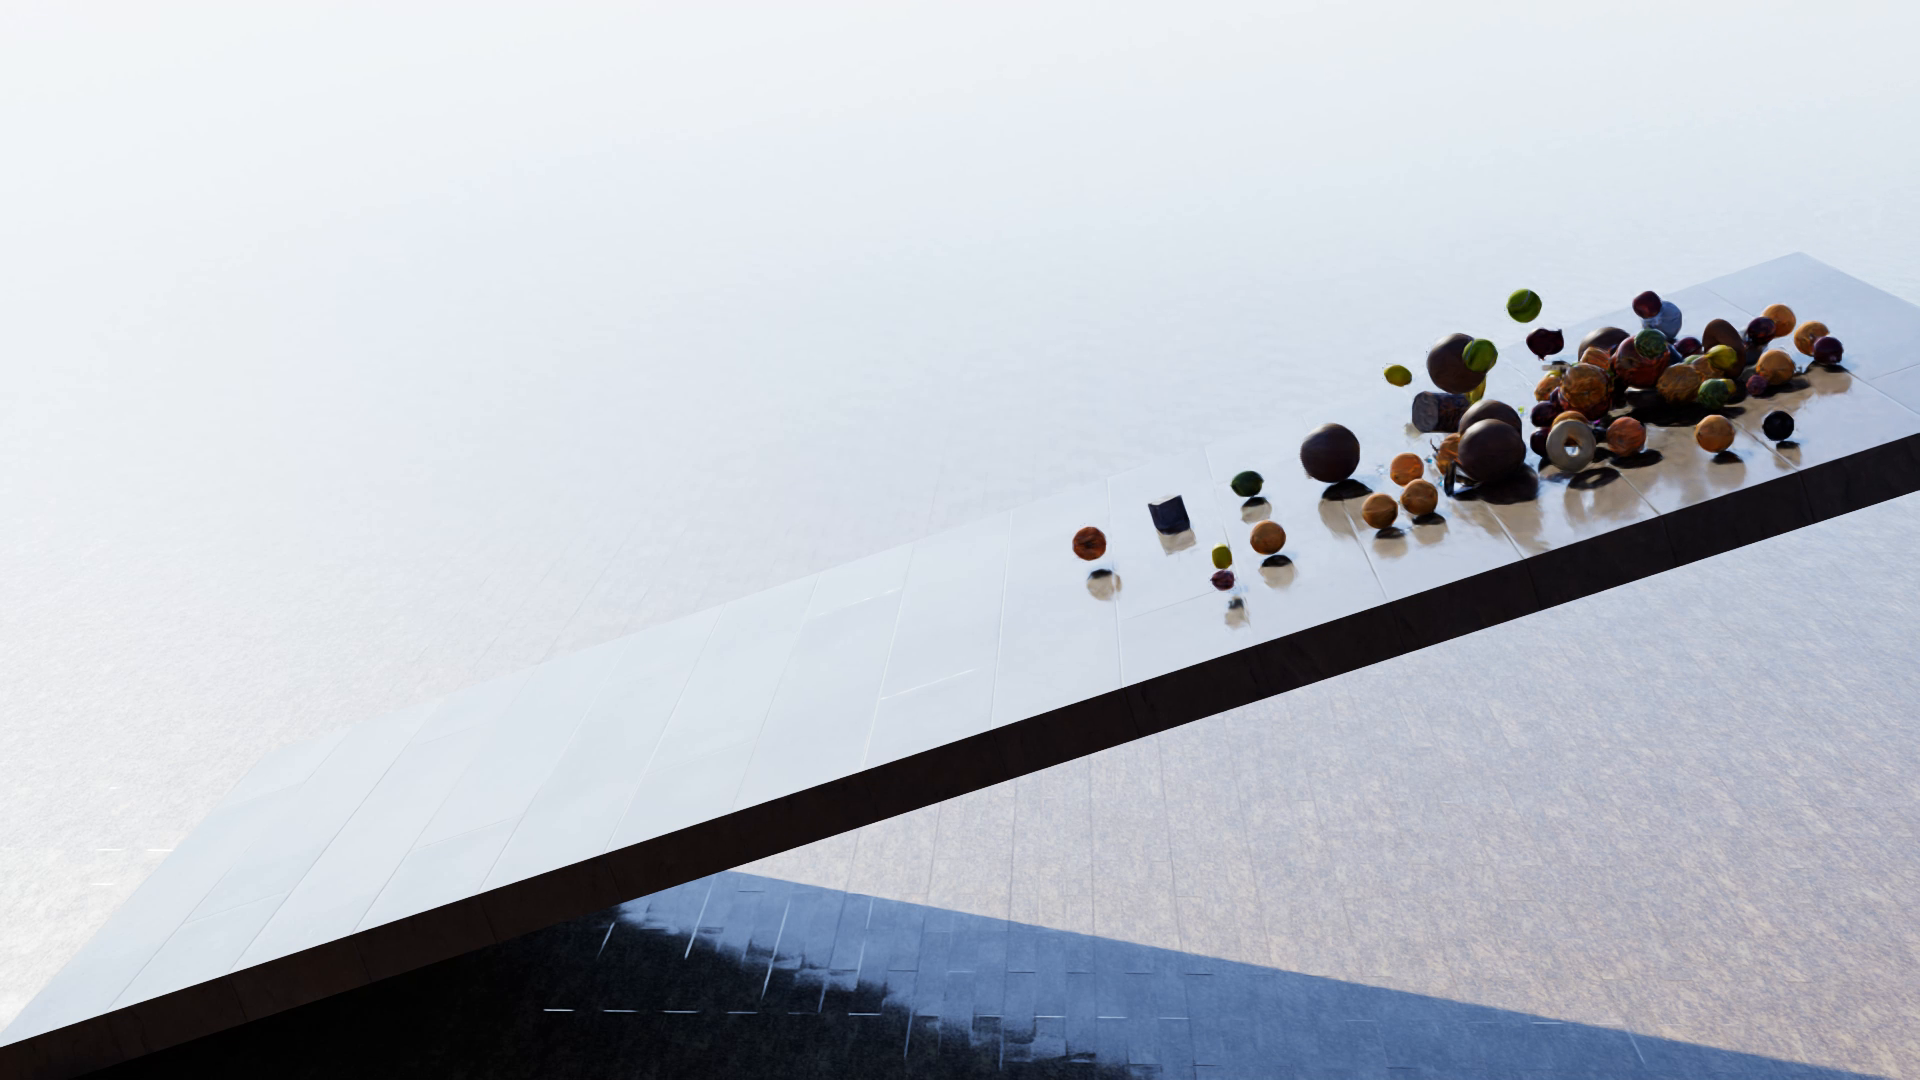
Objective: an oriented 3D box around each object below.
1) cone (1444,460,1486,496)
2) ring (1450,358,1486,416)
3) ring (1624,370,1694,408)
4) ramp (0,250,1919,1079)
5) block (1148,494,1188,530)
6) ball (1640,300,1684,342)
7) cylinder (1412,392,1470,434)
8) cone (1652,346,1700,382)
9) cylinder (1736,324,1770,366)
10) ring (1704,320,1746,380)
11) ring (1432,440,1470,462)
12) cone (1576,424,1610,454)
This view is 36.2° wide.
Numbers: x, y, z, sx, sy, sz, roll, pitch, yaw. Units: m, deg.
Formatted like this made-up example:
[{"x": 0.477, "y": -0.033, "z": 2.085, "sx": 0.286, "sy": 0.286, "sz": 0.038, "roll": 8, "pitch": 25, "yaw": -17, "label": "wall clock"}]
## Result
[{"x": 1.013, "y": -0.119, "z": 5.860, "sx": 0.077, "sy": 0.077, "sz": 0.077, "roll": 7, "pitch": 12, "yaw": -5, "label": "cone"}, {"x": 1.122, "y": -0.335, "z": 6.494, "sx": 0.046, "sy": 0.137, "sz": 0.137, "roll": 17, "pitch": 19, "yaw": 27, "label": "ring"}, {"x": 1.435, "y": -0.309, "z": 6.040, "sx": 0.144, "sy": 0.048, "sz": 0.144, "roll": -20, "pitch": 10, "yaw": 4, "label": "ring"}, {"x": 0.107, "y": 0.180, "z": 6.305, "sx": 4.000, "sy": 0.100, "sz": 2.000, "roll": -18, "pitch": 11, "yaw": 6, "label": "ramp"}, {"x": 0.458, "y": -0.063, "z": 6.478, "sx": 0.059, "sy": 0.059, "sz": 0.059, "roll": -23, "pitch": 11, "yaw": -17, "label": "block"}, {"x": 1.570, "y": -0.491, "z": 6.583, "sx": 0.094, "sy": 0.094, "sz": 0.094, "roll": 0, "pitch": 12, "yaw": 0, "label": "ball"}, {"x": 1.040, "y": -0.276, "z": 6.360, "sx": 0.090, "sy": 0.090, "sz": 0.090, "roll": -1, "pitch": 11, "yaw": -32, "label": "cylinder"}, {"x": 1.506, "y": -0.349, "z": 6.131, "sx": 0.090, "sy": 0.090, "sz": 0.090, "roll": -12, "pitch": 30, "yaw": -44, "label": "cone"}, {"x": 1.622, "y": -0.400, "z": 6.079, "sx": 0.078, "sy": 0.078, "sz": 0.078, "roll": -15, "pitch": 5, "yaw": 26, "label": "cylinder"}, {"x": 1.561, "y": -0.389, "z": 6.010, "sx": 0.043, "sy": 0.128, "sz": 0.128, "roll": -17, "pitch": 15, "yaw": -10, "label": "ring"}, {"x": 1.032, "y": -0.187, "z": 6.187, "sx": 0.081, "sy": 0.027, "sz": 0.081, "roll": -20, "pitch": 11, "yaw": 4, "label": "ring"}, {"x": 1.254, "y": -0.204, "z": 5.791, "sx": 0.061, "sy": 0.061, "sz": 0.061, "roll": -12, "pitch": 4, "yaw": 32, "label": "cone"}]
